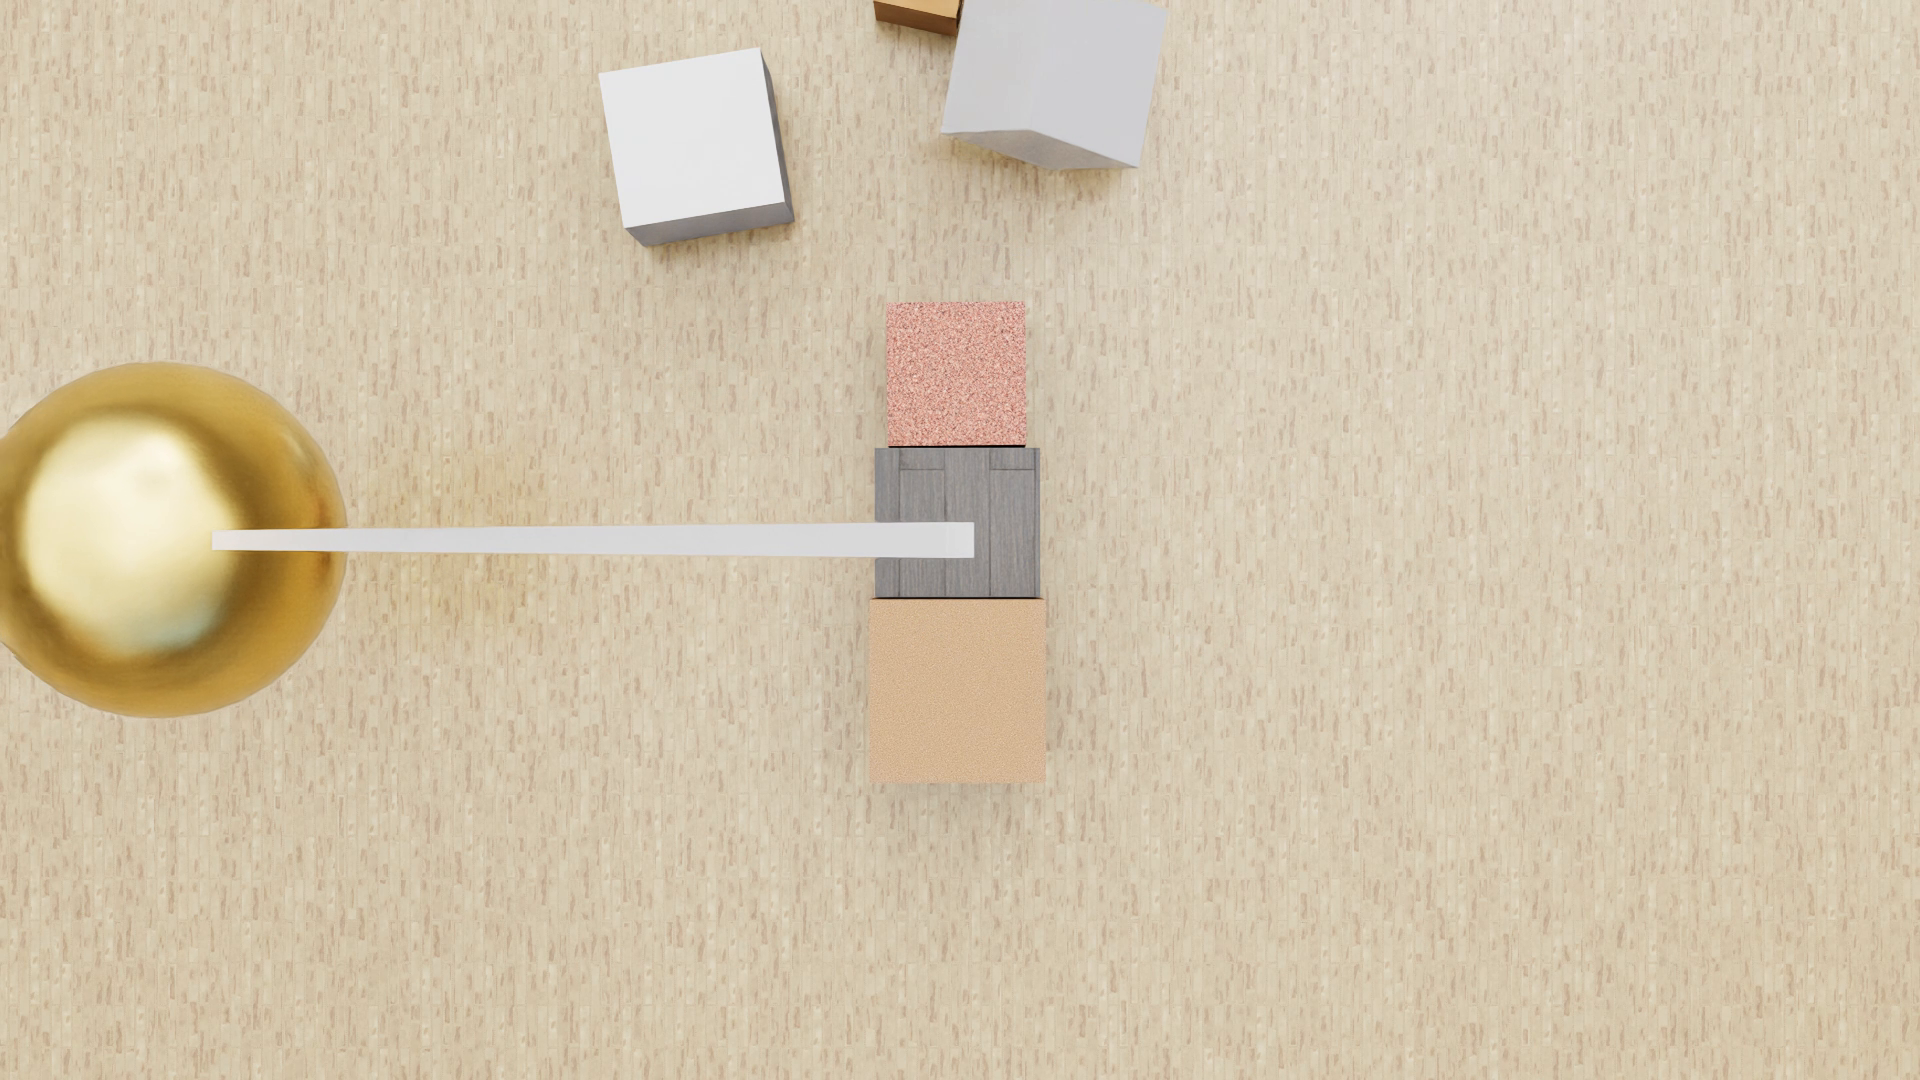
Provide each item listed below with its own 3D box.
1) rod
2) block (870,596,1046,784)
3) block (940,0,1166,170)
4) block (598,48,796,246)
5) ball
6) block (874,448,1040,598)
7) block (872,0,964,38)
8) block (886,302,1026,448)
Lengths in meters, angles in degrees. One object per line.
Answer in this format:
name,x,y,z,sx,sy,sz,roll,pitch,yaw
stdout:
rod,-1.543,0.000,7.099,0.080,5.200,0.080,0,90,-36
block,-0.013,0.825,12.473,0.958,1.055,0.993,0,90,0
block,0.528,-2.646,12.436,0.839,0.769,0.899,10,90,-40
block,-1.492,-2.236,12.610,0.907,0.781,0.869,-9,90,0
ball,-3.562,0.000,9.835,1.600,1.600,1.600,0,90,0
block,-0.014,-0.097,12.607,0.920,0.787,0.829,0,90,0
block,-0.197,-3.312,12.763,0.483,0.473,0.592,12,90,0
block,-0.020,-0.928,12.632,0.774,0.736,0.800,-1,90,0
